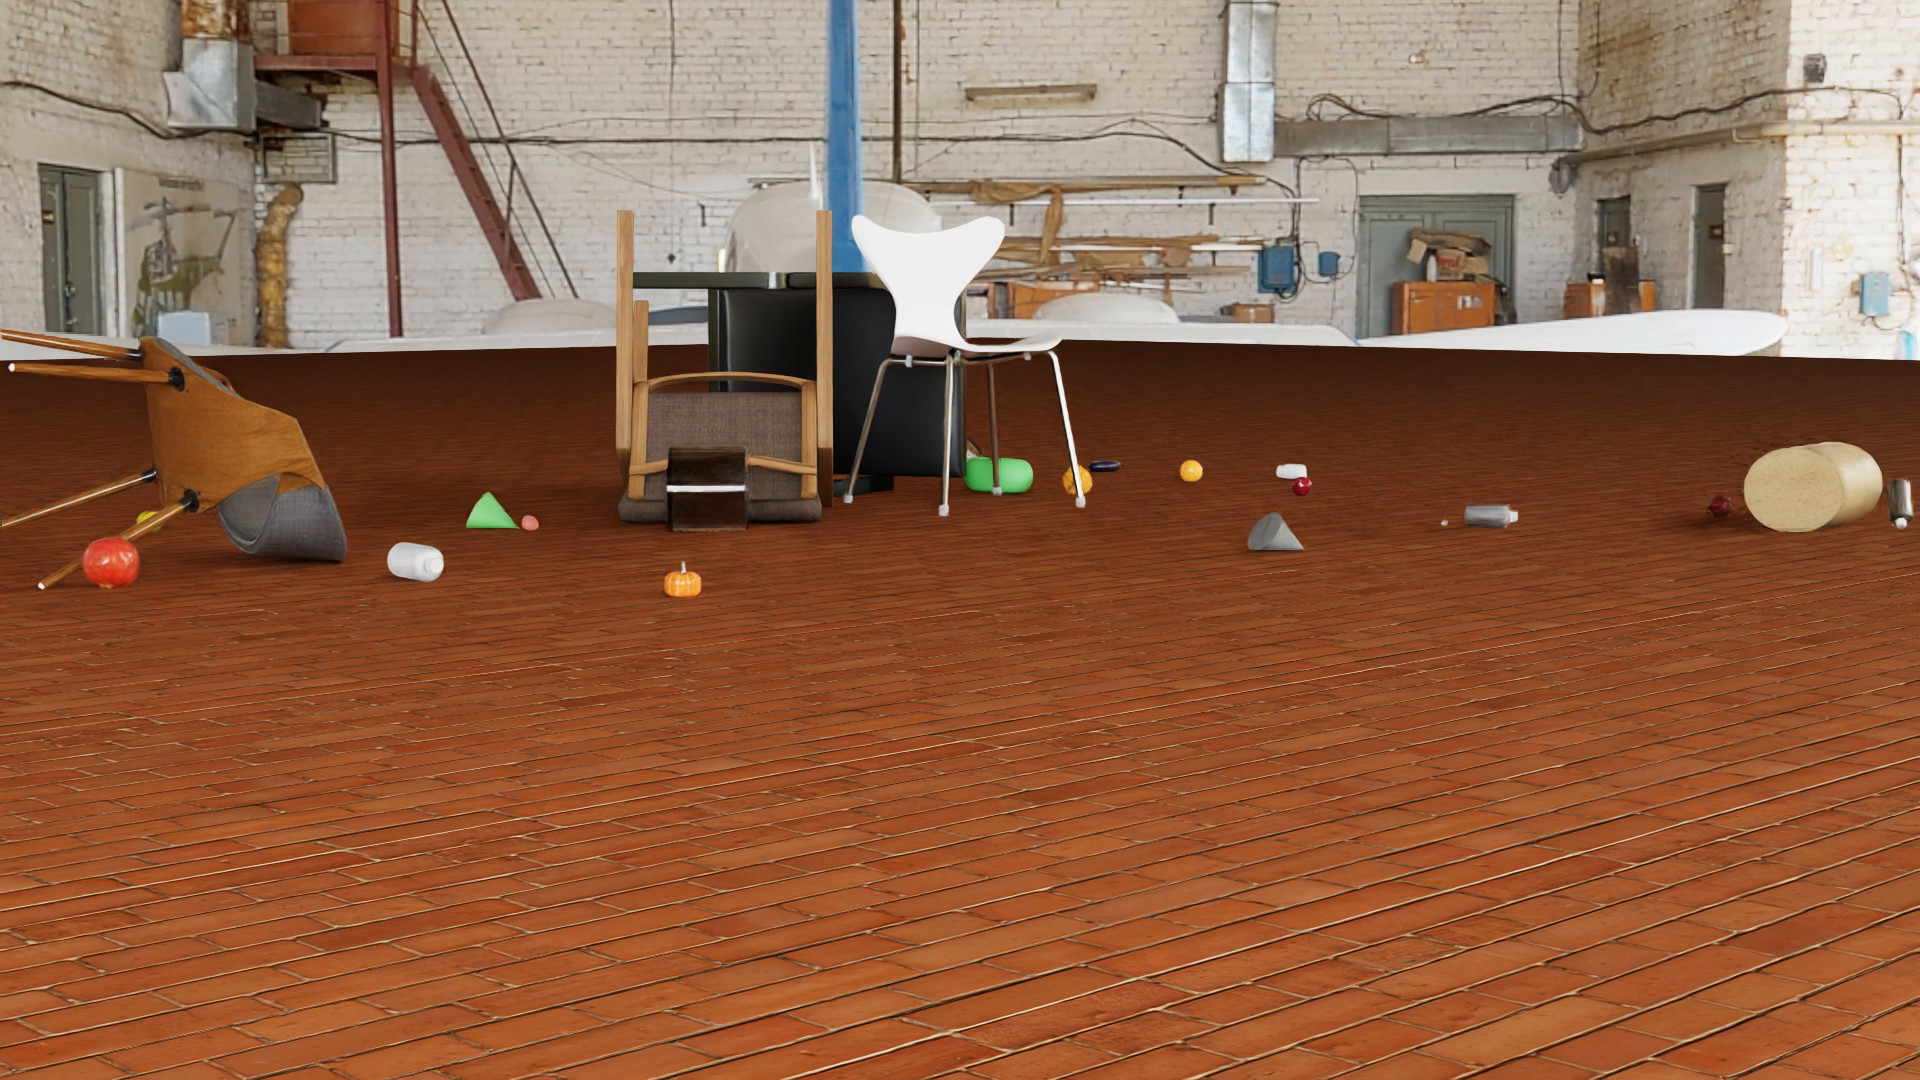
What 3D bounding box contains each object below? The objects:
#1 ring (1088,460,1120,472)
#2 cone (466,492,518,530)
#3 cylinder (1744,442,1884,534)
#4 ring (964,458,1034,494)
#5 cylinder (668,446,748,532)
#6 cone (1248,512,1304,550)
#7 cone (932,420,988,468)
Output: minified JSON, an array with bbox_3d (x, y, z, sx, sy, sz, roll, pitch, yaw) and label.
[{"bbox_3d":[0.490,-0.250,8.675,0.128,0.034,0.087,-6,7,-42],"label":"ring"},{"bbox_3d":[-1.204,-0.054,6.700,0.118,0.098,0.162,24,22,0],"label":"cone"},{"bbox_3d":[2.225,-0.139,6.687,0.262,0.221,0.290,0,5,39],"label":"cylinder"},{"bbox_3d":[0.116,-0.199,7.866,0.153,0.101,0.286,-3,5,-38],"label":"ring"},{"bbox_3d":[-0.648,-0.132,6.612,0.196,0.221,0.240,0,4,-2],"label":"cylinder"},{"bbox_3d":[0.780,0.002,6.164,0.115,0.098,0.171,24,-15,-15],"label":"cone"},{"bbox_3d":[0.038,-0.285,8.785,0.204,0.187,0.120,26,-15,13],"label":"cone"}]
